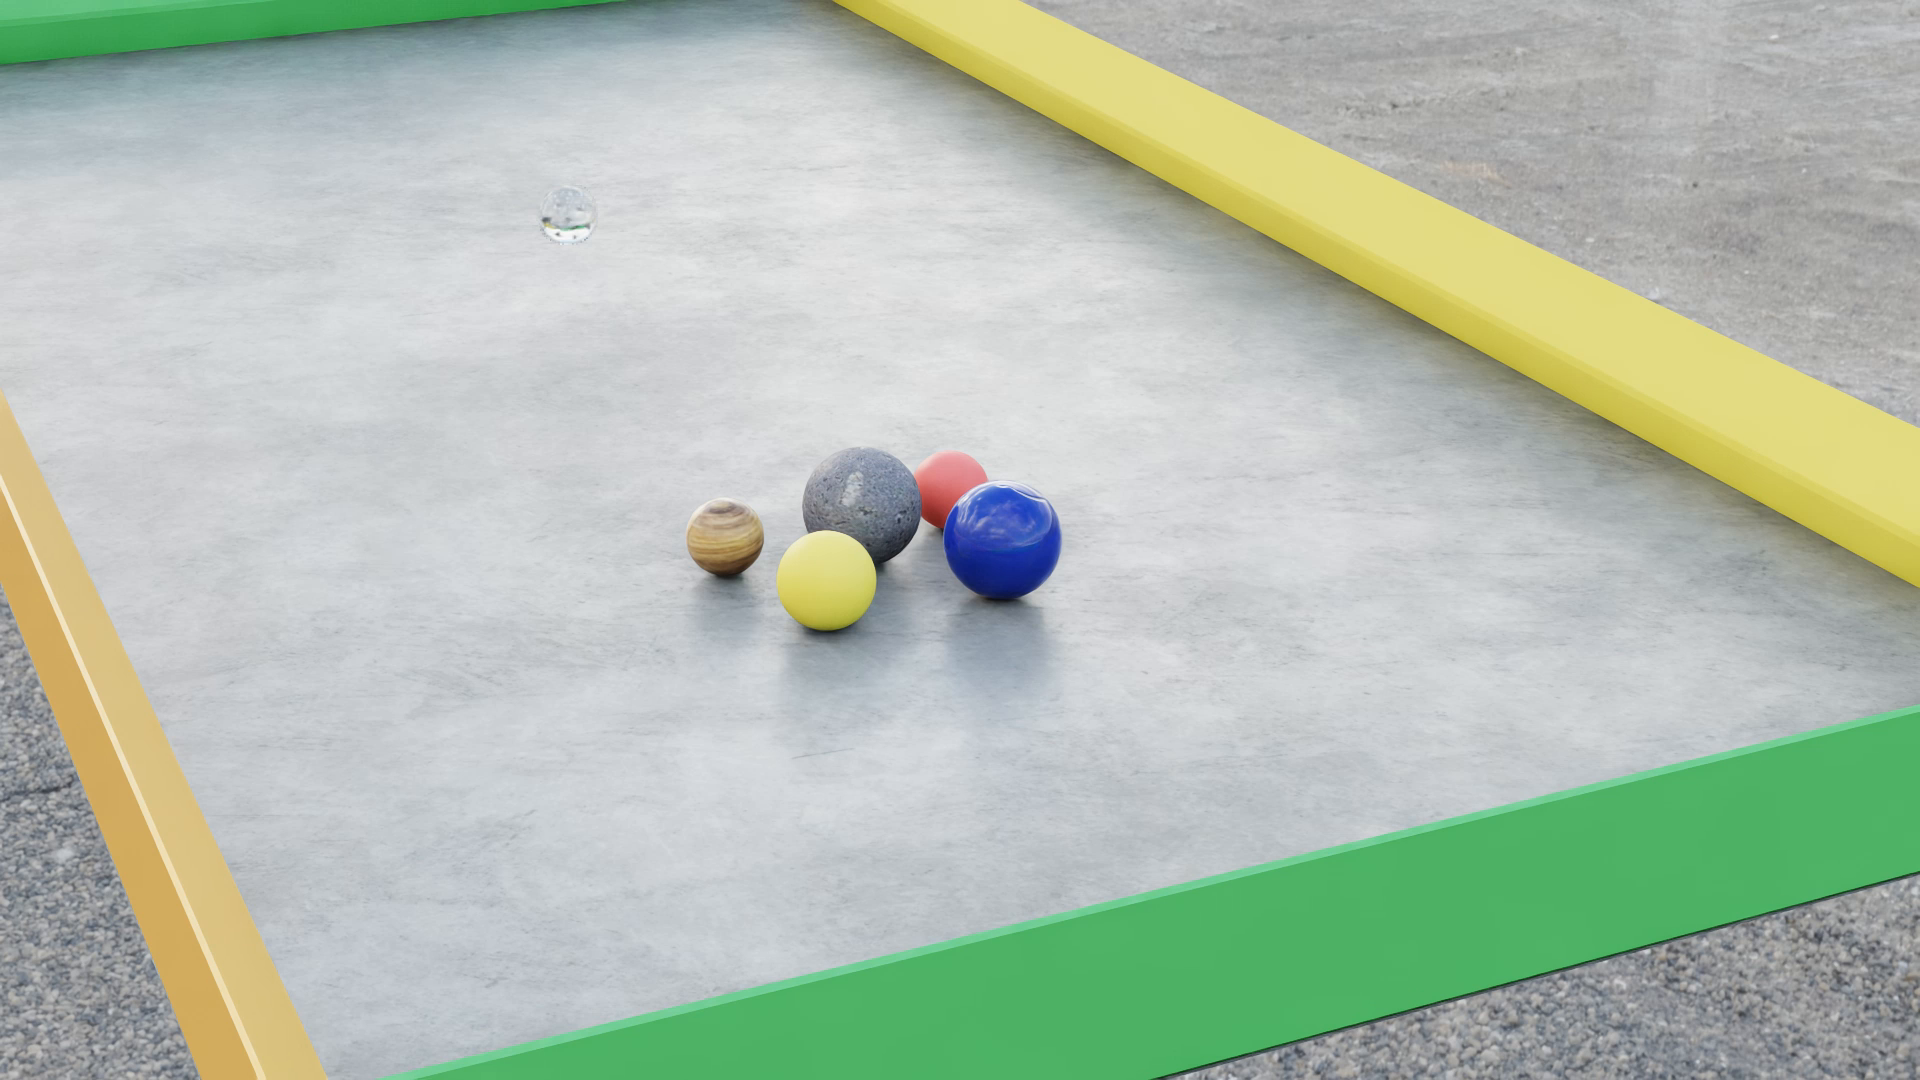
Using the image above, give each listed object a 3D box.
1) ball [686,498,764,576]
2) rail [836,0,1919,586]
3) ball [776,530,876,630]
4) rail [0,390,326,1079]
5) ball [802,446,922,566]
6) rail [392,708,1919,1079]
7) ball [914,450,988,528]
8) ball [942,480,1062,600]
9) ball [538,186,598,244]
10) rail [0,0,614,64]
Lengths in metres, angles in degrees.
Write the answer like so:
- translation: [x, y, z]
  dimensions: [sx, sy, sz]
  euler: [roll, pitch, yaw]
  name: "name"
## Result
- translation: [-0.180, -0.003, 2.252]
  dimensions: [0.060, 0.060, 0.060]
  euler: [0, 23, 0]
  name: "ball"
- translation: [0.305, -0.364, 3.006]
  dimensions: [0.045, 0.120, 2.605]
  euler: [-10, 26, -23]
  name: "rail"
- translation: [-0.098, 0.030, 2.161]
  dimensions: [0.074, 0.074, 0.074]
  euler: [0, 23, 0]
  name: "ball"
- translation: [-0.854, -0.149, 2.512]
  dimensions: [0.045, 0.120, 2.605]
  euler: [-10, 26, -23]
  name: "rail"
- translation: [-0.075, -0.026, 2.265]
  dimensions: [0.092, 0.092, 0.092]
  euler: [0, 23, 0]
  name: "ball"
- translation: [0.265, 0.205, 1.696]
  dimensions: [1.325, 0.120, 0.045]
  euler: [-10, 26, -23]
  name: "rail"
- translation: [-0.008, -0.040, 2.335]
  dimensions: [0.063, 0.063, 0.063]
  euler: [0, 23, 0]
  name: "ball"
- translation: [0.032, 0.000, 2.209]
  dimensions: [0.090, 0.090, 0.090]
  euler: [0, 23, 0]
  name: "ball"
- translation: [-0.402, -0.334, 3.016]
  dimensions: [0.059, 0.059, 0.059]
  euler: [0, 23, 0]
  name: "ball"
- translation: [-0.814, -0.718, 3.822]
  dimensions: [1.325, 0.120, 0.045]
  euler: [-10, 26, -23]
  name: "rail"
